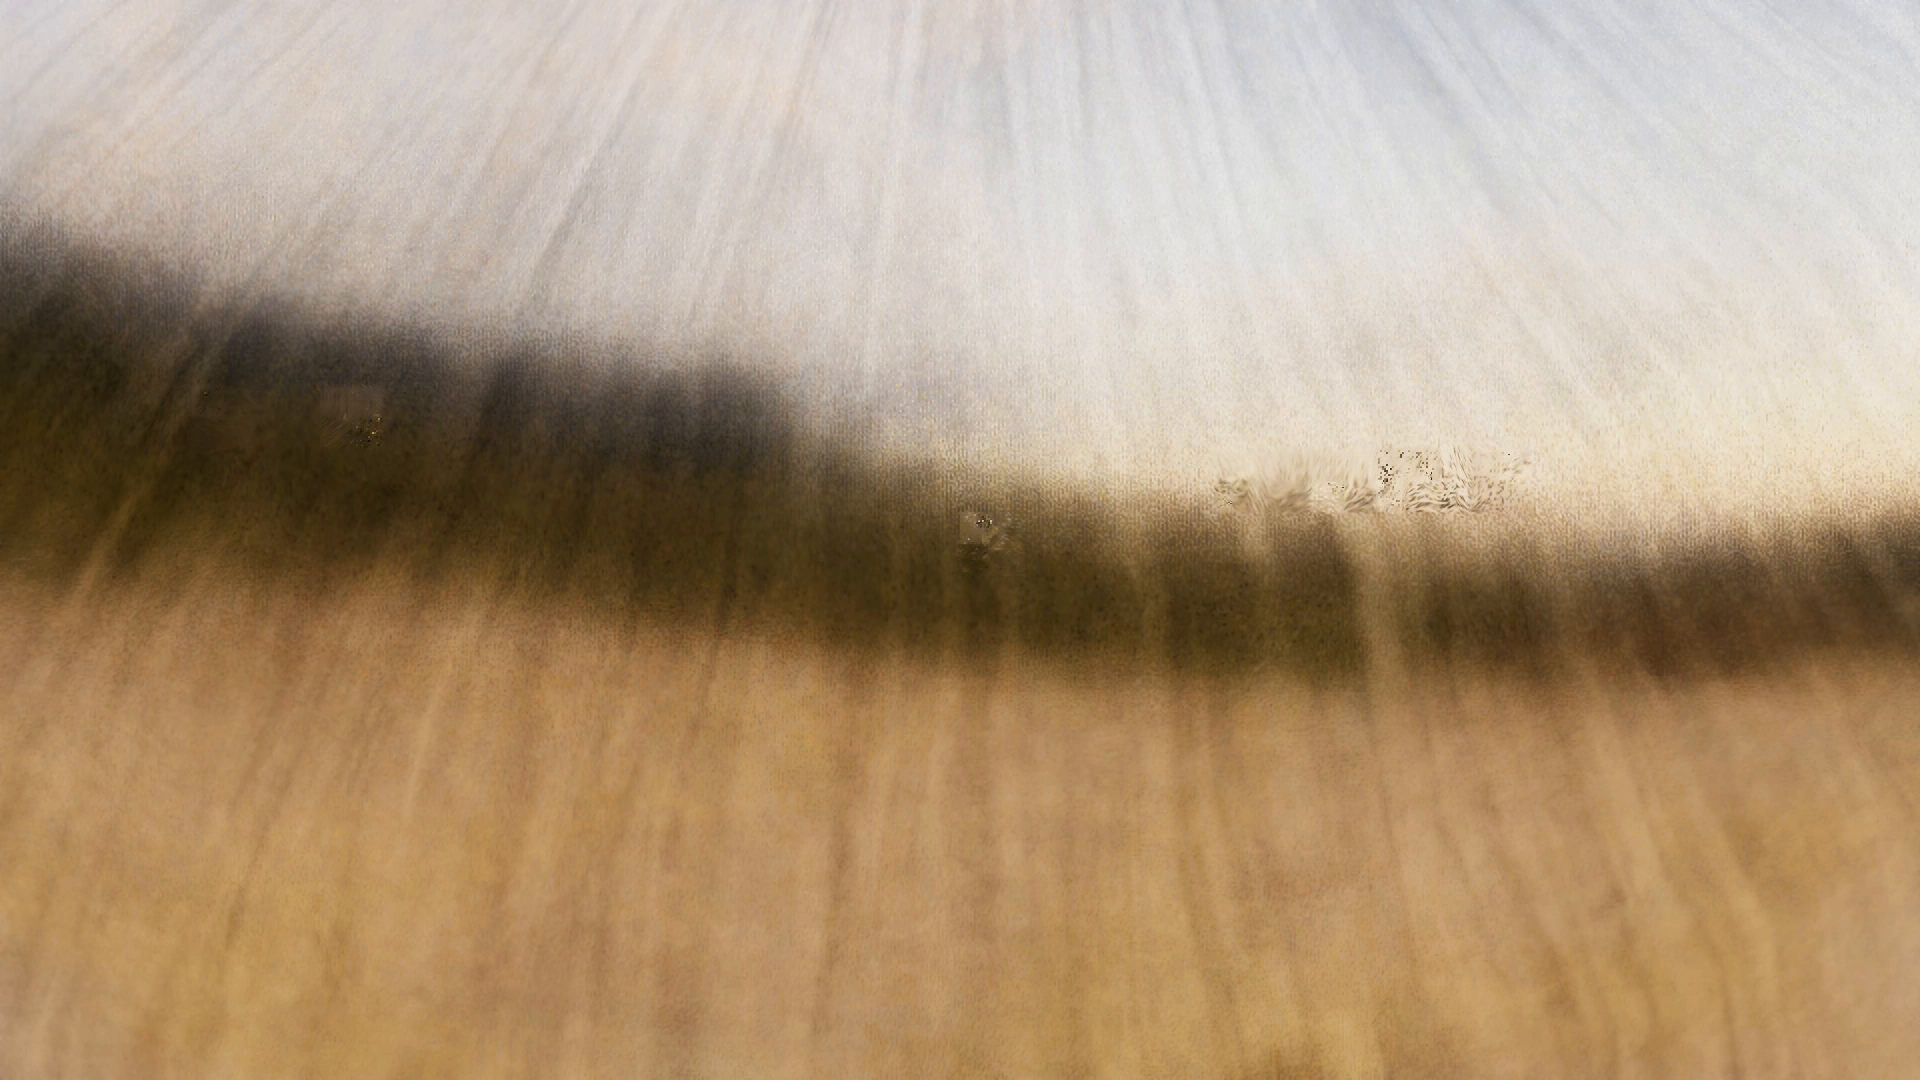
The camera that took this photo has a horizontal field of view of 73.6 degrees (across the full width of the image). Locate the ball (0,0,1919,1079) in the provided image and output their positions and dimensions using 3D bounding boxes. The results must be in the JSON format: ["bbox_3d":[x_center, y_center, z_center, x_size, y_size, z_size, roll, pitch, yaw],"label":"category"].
[{"bbox_3d":[0.000,-0.002,0.056,0.080,0.080,0.080,0,4,0],"label":"ball"}]
